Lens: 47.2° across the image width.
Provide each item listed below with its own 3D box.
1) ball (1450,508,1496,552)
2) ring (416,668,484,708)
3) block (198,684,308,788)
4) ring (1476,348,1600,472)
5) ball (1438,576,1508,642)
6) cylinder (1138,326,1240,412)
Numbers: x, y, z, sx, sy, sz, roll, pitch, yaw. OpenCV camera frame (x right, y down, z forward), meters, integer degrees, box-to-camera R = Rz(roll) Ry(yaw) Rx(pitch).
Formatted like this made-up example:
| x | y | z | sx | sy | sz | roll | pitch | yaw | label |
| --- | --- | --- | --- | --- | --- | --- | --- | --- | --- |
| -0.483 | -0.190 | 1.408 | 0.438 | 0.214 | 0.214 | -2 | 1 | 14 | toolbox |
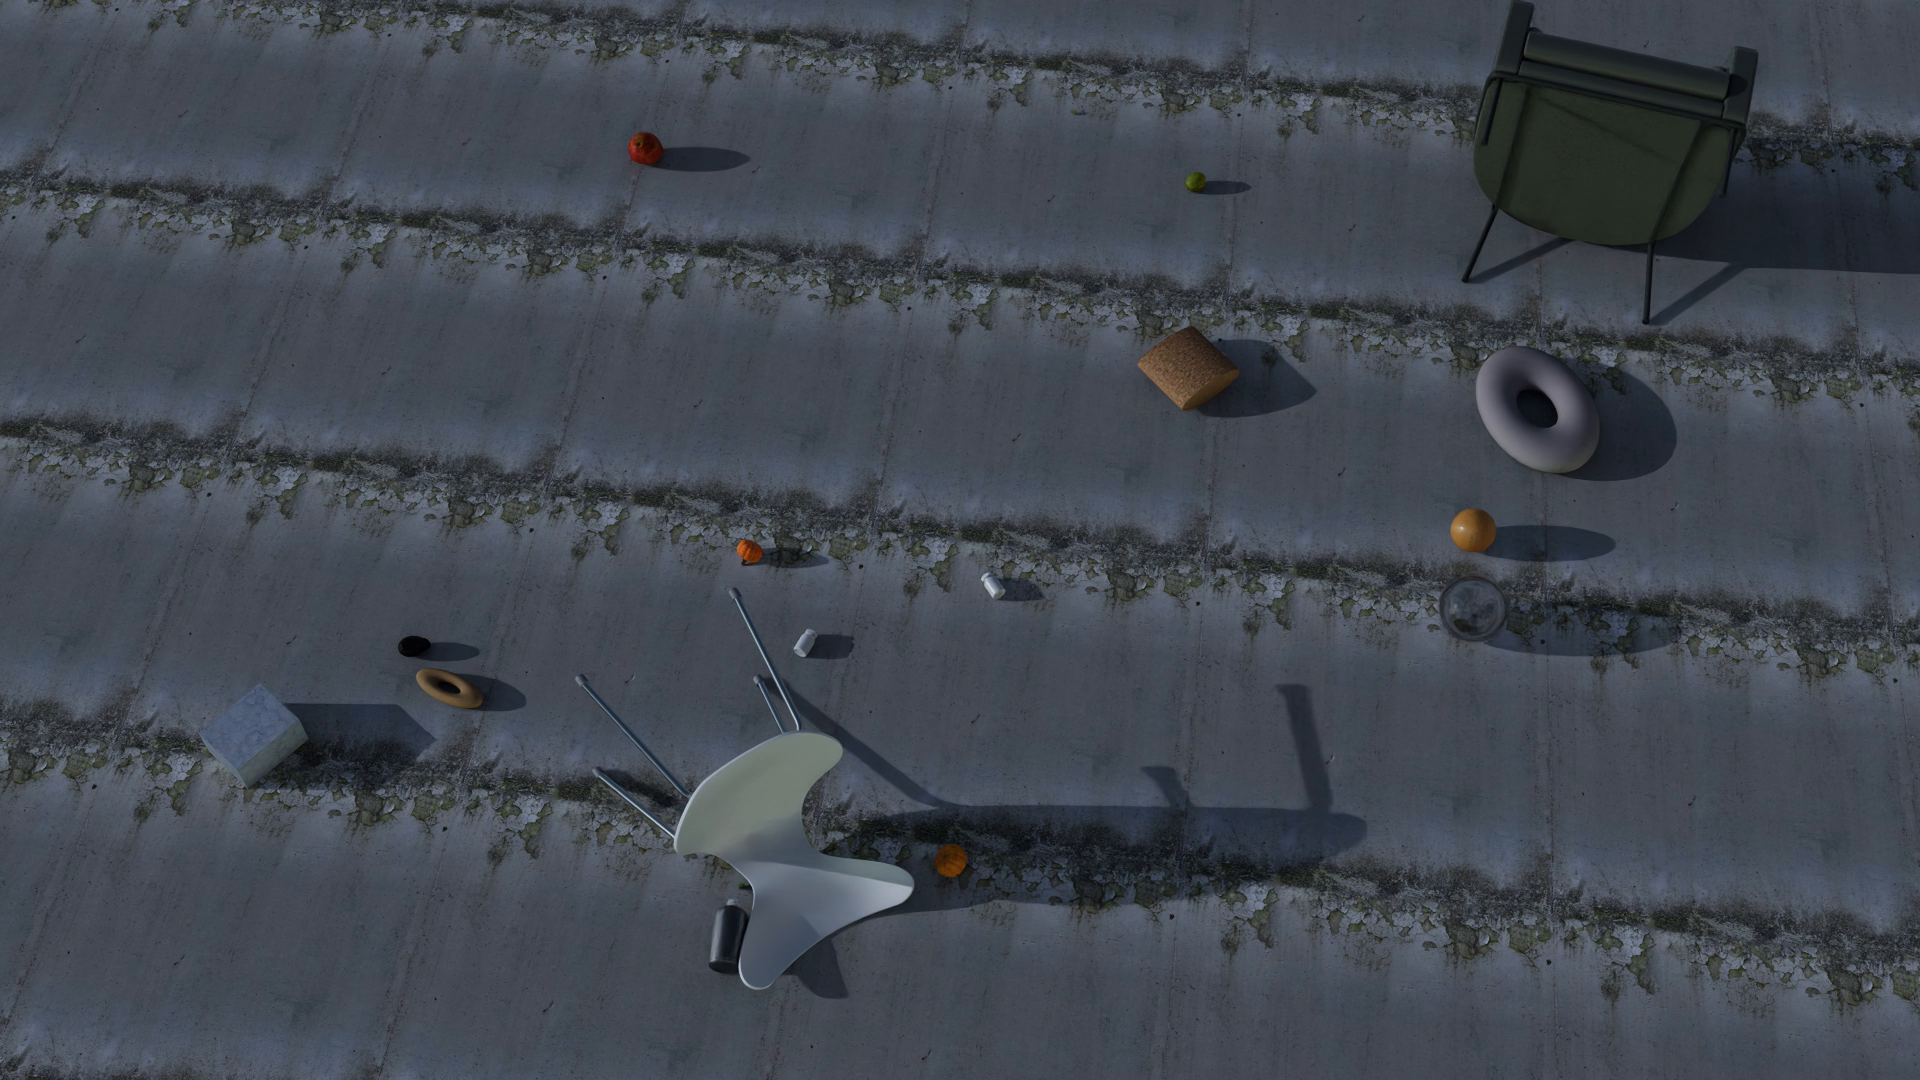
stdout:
| x | y | z | sx | sy | sz | roll | pitch | yaw | label |
| --- | --- | --- | --- | --- | --- | --- | --- | --- | --- |
| 1.520 | -0.029 | 6.513 | 0.133 | 0.133 | 0.133 | 0 | 56 | 0 | ball |
| -1.454 | 0.422 | 6.264 | 0.221 | 0.045 | 0.089 | 22 | 60 | 15 | ring |
| -1.971 | 0.547 | 6.139 | 0.173 | 0.112 | 0.213 | 37 | 63 | 22 | block |
| 1.782 | -0.405 | 6.792 | 0.354 | 0.092 | 0.490 | -13 | 57 | -8 | ring |
| 1.475 | 0.199 | 6.324 | 0.193 | 0.193 | 0.193 | 0 | 56 | 0 | ball |
| 0.715 | -0.537 | 6.878 | 0.235 | 0.094 | 0.217 | -33 | 62 | -18 | cylinder |
